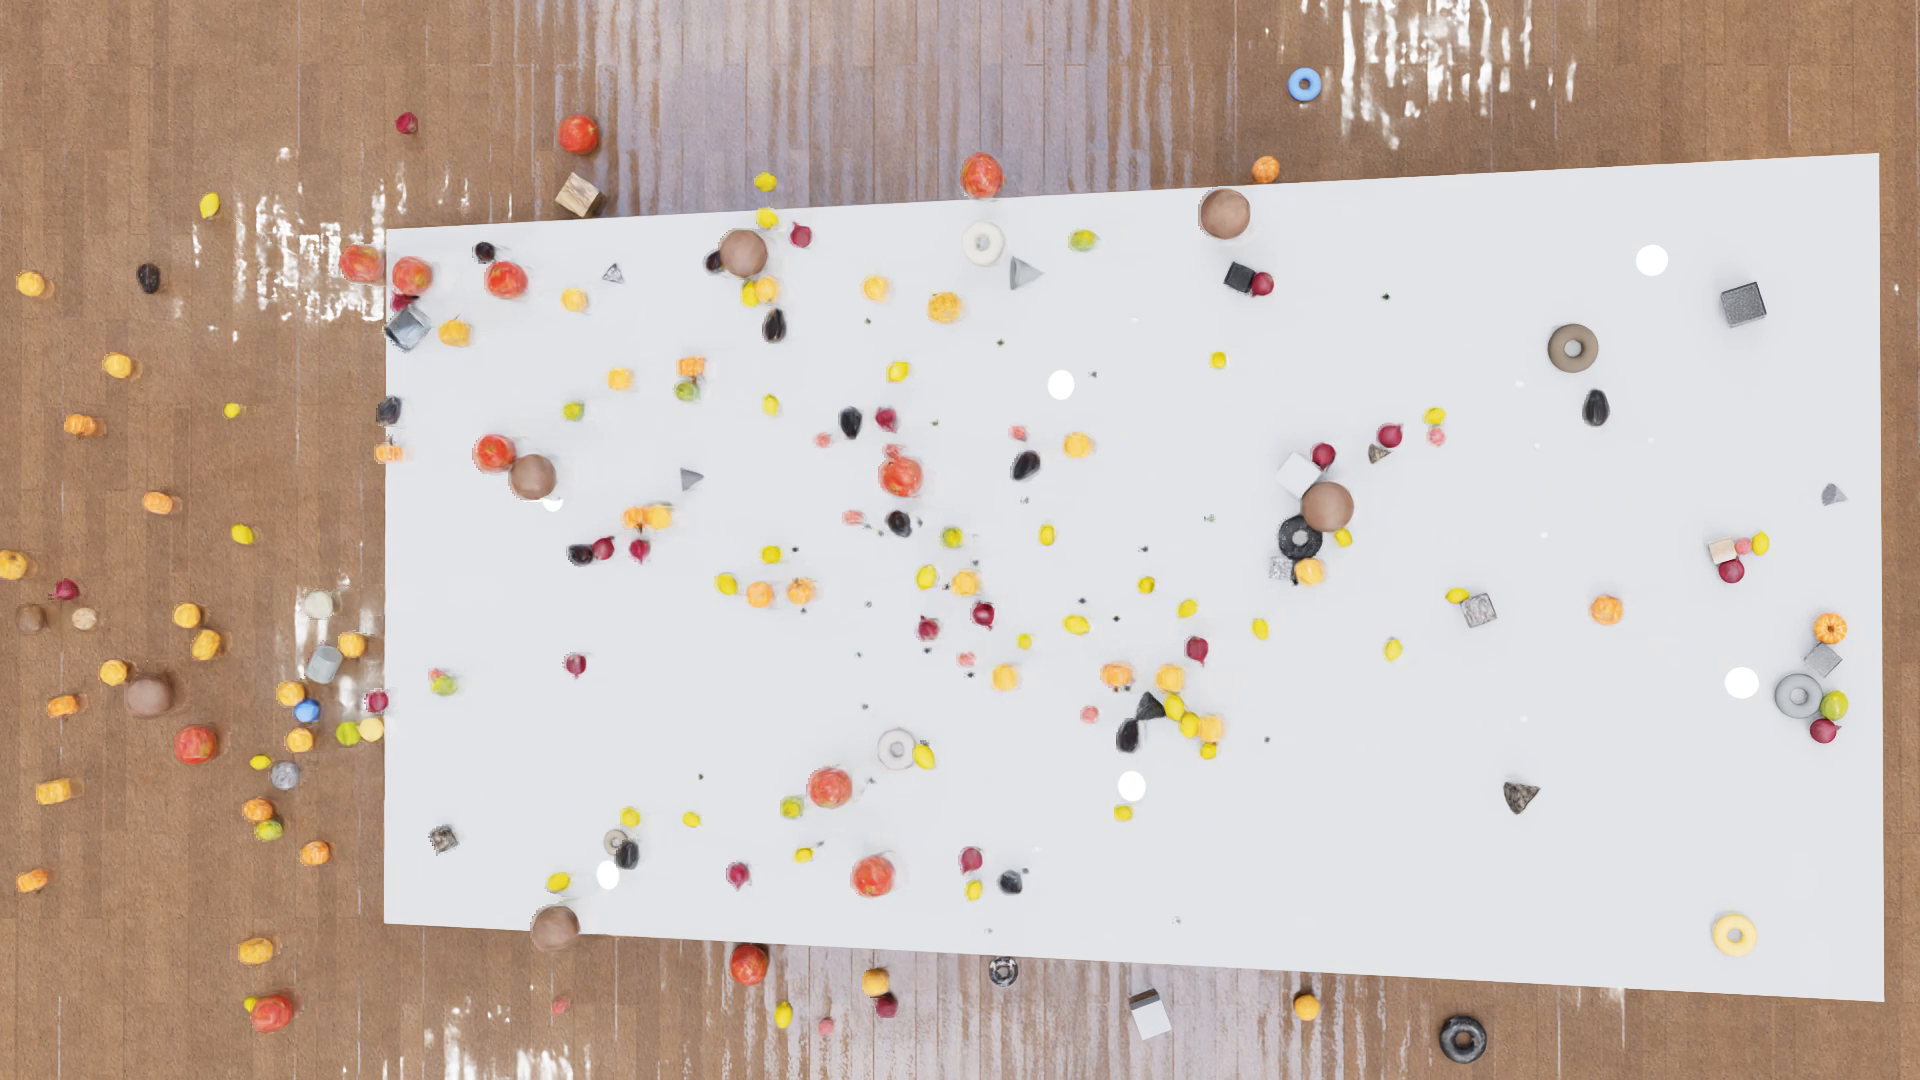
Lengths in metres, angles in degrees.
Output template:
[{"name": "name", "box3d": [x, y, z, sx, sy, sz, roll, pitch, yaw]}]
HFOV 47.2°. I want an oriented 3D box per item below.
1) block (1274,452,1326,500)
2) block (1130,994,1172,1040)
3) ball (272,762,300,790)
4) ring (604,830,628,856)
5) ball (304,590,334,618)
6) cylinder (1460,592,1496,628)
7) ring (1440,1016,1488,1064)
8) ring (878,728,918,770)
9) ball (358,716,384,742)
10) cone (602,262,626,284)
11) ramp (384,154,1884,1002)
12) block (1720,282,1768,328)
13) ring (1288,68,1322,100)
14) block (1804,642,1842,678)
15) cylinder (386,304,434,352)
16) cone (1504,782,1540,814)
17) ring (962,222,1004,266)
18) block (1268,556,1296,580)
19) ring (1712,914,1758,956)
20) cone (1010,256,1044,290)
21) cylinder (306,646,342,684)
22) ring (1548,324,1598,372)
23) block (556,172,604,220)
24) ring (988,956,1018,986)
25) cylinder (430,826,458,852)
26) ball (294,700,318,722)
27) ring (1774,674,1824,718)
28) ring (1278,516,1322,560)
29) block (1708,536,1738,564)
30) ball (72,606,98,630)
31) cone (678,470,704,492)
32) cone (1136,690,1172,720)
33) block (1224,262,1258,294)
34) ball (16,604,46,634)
[{"name": "block", "box3d": [0.856, -0.162, 5.540, 0.086, 0.086, 0.086, 40, 100, 14]}, {"name": "block", "box3d": [0.552, 1.382, 6.373, 0.090, 0.090, 0.090, -21, 89, 0]}, {"name": "ball", "box3d": [-1.959, 0.684, 6.388, 0.081, 0.081, 0.081, 0, 89, 0]}, {"name": "ring", "box3d": [-0.955, 0.841, 6.105, 0.075, 0.025, 0.075, 0, 89, 16]}, {"name": "ball", "box3d": [-1.861, 0.187, 6.383, 0.081, 0.081, 0.081, 0, 89, 0]}, {"name": "cylinder", "box3d": [1.277, 0.174, 5.416, 0.070, 0.070, 0.070, -22, 89, 15]}, {"name": "ring", "box3d": [1.464, 1.453, 6.394, 0.139, 0.046, 0.139, 0, 90, 1]}, {"name": "ring", "box3d": [-0.168, 0.559, 5.865, 0.112, 0.037, 0.112, 0, 90, 16]}, {"name": "ball", "box3d": [-1.688, 0.542, 6.308, 0.070, 0.070, 0.070, 0, 89, 0]}, {"name": "cone", "box3d": [-0.954, -0.731, 6.126, 0.061, 0.061, 0.061, 40, 89, -14]}, {"name": "ramp", "box3d": [0.272, 0.095, 5.810, 4.000, 0.100, 2.000, 0, 89, 17]}, {"name": "block", "box3d": [1.867, -0.560, 5.242, 0.082, 0.082, 0.082, -18, 84, 16]}, {"name": "ring", "box3d": [1.010, -1.334, 6.442, 0.097, 0.032, 0.097, 0, 90, 1]}, {"name": "block", "box3d": [2.037, 0.282, 5.190, 0.060, 0.060, 0.060, 44, 101, 13]}, {"name": "cylinder", "box3d": [-1.571, -0.604, 6.274, 0.096, 0.096, 0.096, -43, 89, 12]}, {"name": "cone", "box3d": [1.391, 0.621, 5.393, 0.083, 0.083, 0.083, -18, 89, -11]}, {"name": "ring", "box3d": [0.062, -0.784, 5.814, 0.117, 0.039, 0.117, 0, 89, 18]}, {"name": "block", "box3d": [0.816, 0.073, 5.566, 0.054, 0.054, 0.054, 8, 91, 17]}, {"name": "ring", "box3d": [1.851, 0.944, 5.251, 0.101, 0.034, 0.101, 0, 89, 16]}, {"name": "cone", "box3d": [0.181, -0.700, 5.776, 0.087, 0.087, 0.087, 0, 89, -10]}, {"name": "cylinder", "box3d": [-1.831, 0.358, 6.335, 0.078, 0.078, 0.078, 31, 113, 0]}, {"name": "ring", "box3d": [1.498, -0.468, 5.375, 0.121, 0.040, 0.121, -1, 88, 16]}, {"name": "block", "box3d": [-1.106, -0.996, 6.405, 0.095, 0.095, 0.095, 32, 89, 0]}, {"name": "ring", "box3d": [0.127, 1.258, 6.406, 0.087, 0.029, 0.087, 0, 90, 0]}, {"name": "cylinder", "box3d": [-1.463, 0.849, 6.240, 0.057, 0.057, 0.057, -28, 80, 0]}, {"name": "ball", "box3d": [-1.900, 0.499, 6.397, 0.066, 0.066, 0.066, 0, 89, 0]}, {"name": "ring", "box3d": [1.989, 0.370, 5.216, 0.109, 0.036, 0.109, 0, 91, 17]}, {"name": "ring", "box3d": [0.860, -0.005, 5.561, 0.116, 0.039, 0.116, -1, 86, 20]}, {"name": "block", "box3d": [1.824, 0.025, 5.262, 0.054, 0.054, 0.054, -19, 84, 16]}, {"name": "ball", "box3d": [-2.547, 0.228, 6.401, 0.067, 0.067, 0.067, 0, 89, 0]}, {"name": "cone", "box3d": [-0.732, -0.171, 6.050, 0.067, 0.067, 0.067, -18, 89, -24]}, {"name": "cone", "box3d": [0.508, 0.440, 5.662, 0.083, 0.083, 0.083, 20, 89, -11]}, {"name": "block", "box3d": [0.715, -0.667, 5.604, 0.060, 0.060, 0.060, 25, 96, 16]}, {"name": "ball", "box3d": [-2.700, 0.230, 6.392, 0.086, 0.086, 0.086, 0, 89, 0]}]
